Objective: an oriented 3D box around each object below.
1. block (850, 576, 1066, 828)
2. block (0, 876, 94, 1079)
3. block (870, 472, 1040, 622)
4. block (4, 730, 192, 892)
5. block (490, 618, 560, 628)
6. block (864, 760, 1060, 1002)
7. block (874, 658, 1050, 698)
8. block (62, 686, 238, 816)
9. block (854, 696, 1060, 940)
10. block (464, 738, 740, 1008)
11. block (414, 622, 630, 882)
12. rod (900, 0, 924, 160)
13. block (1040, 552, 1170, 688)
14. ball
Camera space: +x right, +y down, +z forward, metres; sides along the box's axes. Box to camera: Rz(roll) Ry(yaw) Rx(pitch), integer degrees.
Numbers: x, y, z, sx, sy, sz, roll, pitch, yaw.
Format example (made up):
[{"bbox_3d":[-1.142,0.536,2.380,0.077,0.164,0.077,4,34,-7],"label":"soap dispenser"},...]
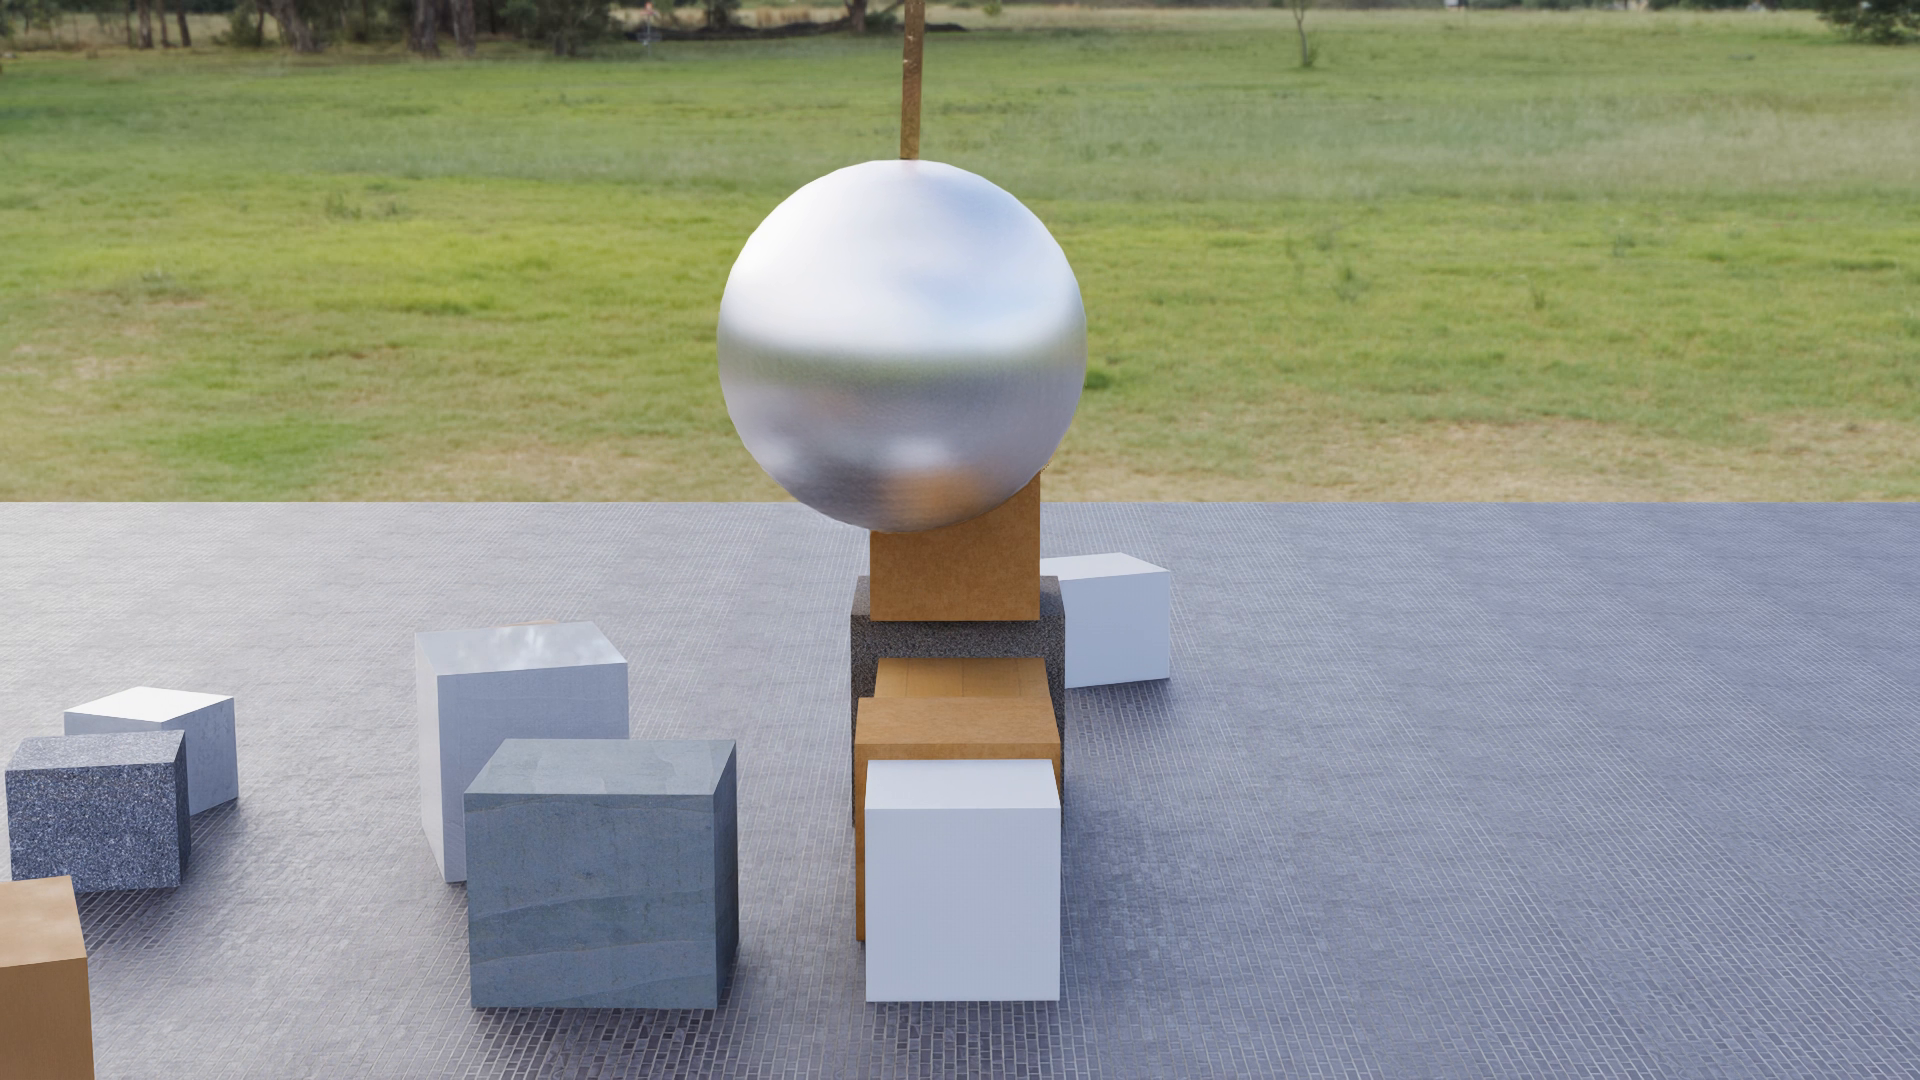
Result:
[{"bbox_3d":[-0.010,0.767,12.486,1.000,1.024,0.956,0,10,0],"label":"block"},{"bbox_3d":[-3.248,1.644,8.224,0.848,0.822,0.885,-4,11,-22],"label":"block"},{"bbox_3d":[-0.033,-0.054,12.100,0.779,0.730,0.736,0,10,-2],"label":"block"},{"bbox_3d":[-3.811,1.202,11.384,0.697,0.562,0.571,-2,11,-12],"label":"block"},{"bbox_3d":[-2.265,0.816,13.319,0.670,0.629,0.685,-8,13,-36],"label":"block"},{"bbox_3d":[0.005,1.329,10.118,0.742,0.765,0.704,0,10,-1],"label":"block"},{"bbox_3d":[0.008,1.022,11.648,0.769,0.822,0.776,0,10,0],"label":"block"},{"bbox_3d":[-3.917,1.039,12.442,0.577,0.504,0.540,4,11,22],"label":"block"},{"bbox_3d":[-0.016,1.163,10.844,0.834,0.832,0.784,0,10,-1],"label":"block"},{"bbox_3d":[-1.385,1.295,10.088,0.938,0.843,0.803,0,10,1],"label":"block"},{"bbox_3d":[-2.009,0.946,11.752,0.834,0.934,0.912,-3,11,-18],"label":"block"},{"bbox_3d":[-0.108,-4.174,10.421,0.080,5.200,0.080,2,10,0],"label":"rod"},{"bbox_3d":[0.763,0.469,15.195,0.741,0.641,0.642,-4,11,-23],"label":"block"},{"bbox_3d":[-0.249,-0.832,11.029,1.600,1.600,1.600,0,10,0],"label":"ball"}]
